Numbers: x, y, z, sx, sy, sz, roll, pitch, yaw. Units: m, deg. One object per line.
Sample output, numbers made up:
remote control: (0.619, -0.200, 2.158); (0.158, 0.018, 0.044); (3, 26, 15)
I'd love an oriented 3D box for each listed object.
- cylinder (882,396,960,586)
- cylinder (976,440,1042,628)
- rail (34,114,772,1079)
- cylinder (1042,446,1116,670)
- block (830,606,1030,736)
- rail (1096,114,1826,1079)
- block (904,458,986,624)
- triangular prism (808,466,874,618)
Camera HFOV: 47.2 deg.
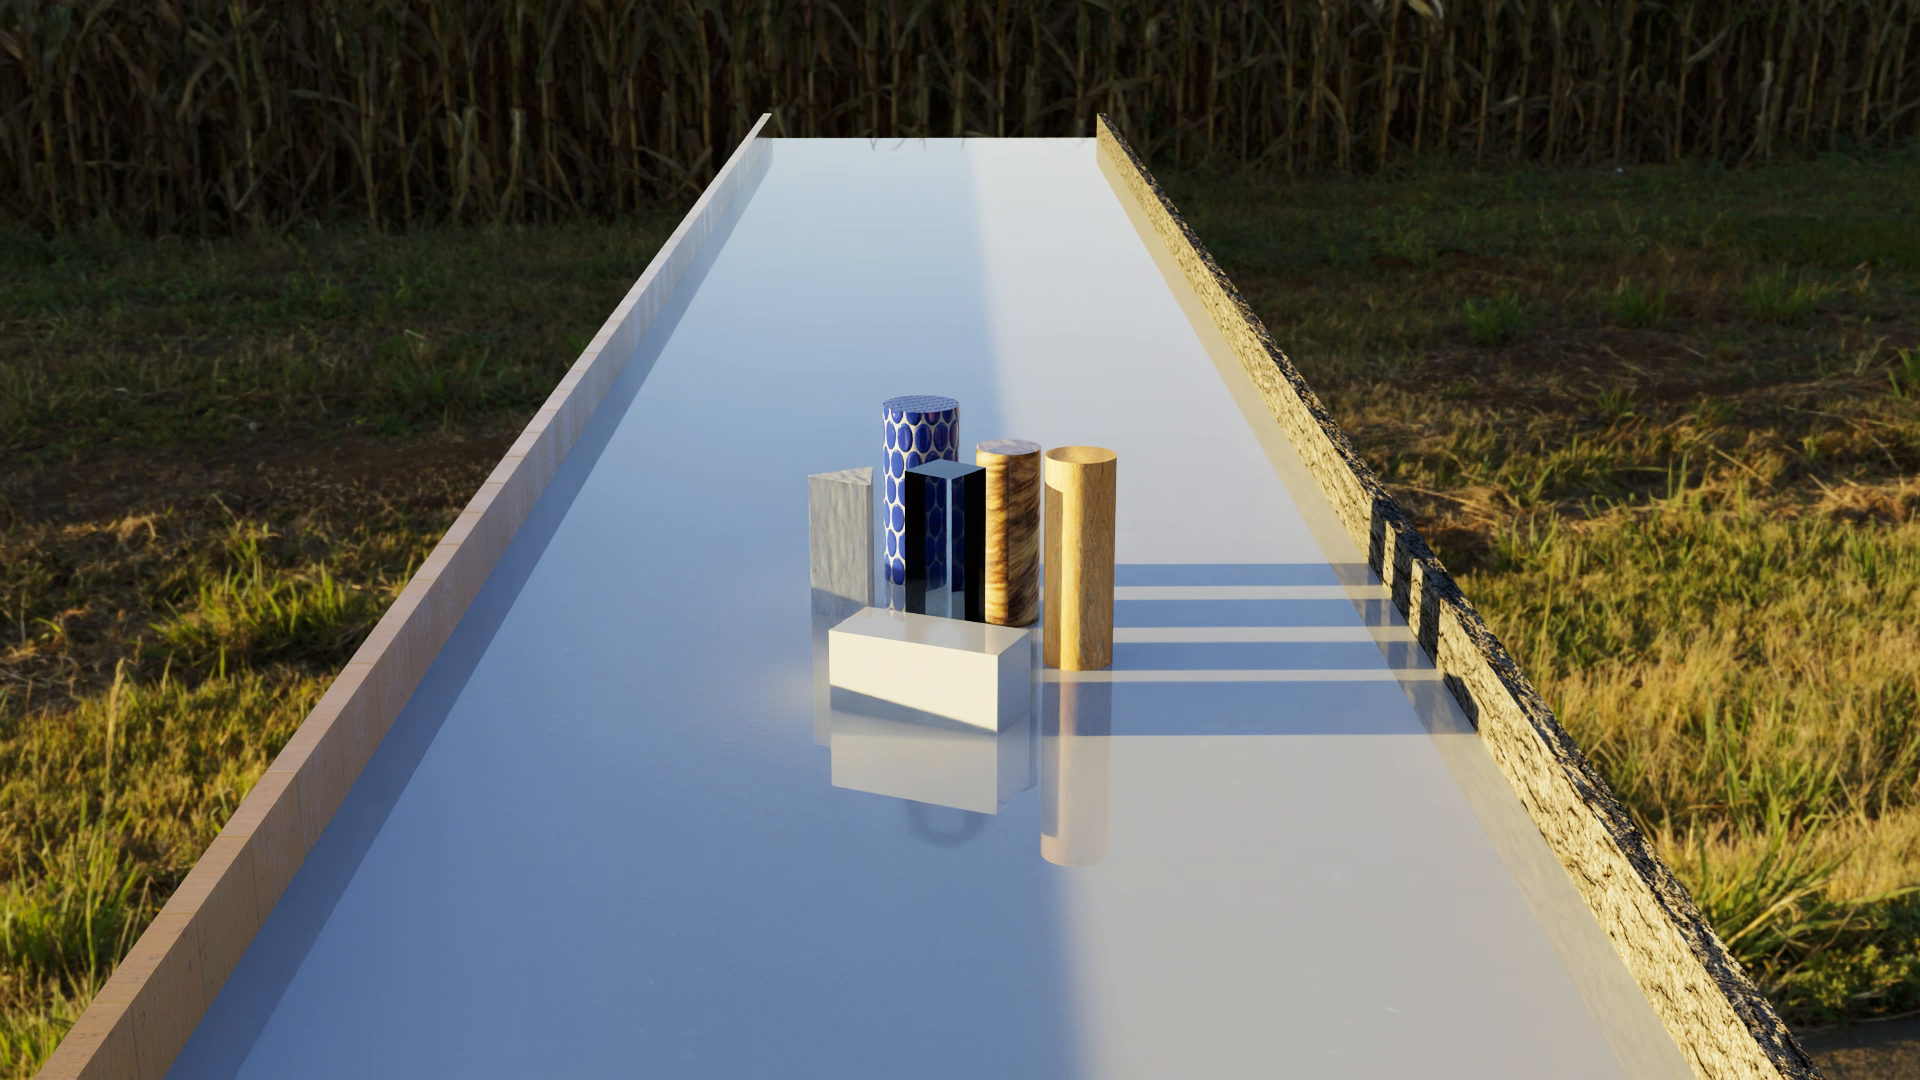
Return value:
cylinder: (-0.086, -0.109, 4.898); (0.169, 0.397, 0.169); (0, 17, 0)
cylinder: (0.101, -0.014, 4.617); (0.135, 0.374, 0.135); (0, 17, 0)
rail: (-1.118, -0.838, 7.780); (0.050, 0.150, 12.000); (0, 17, -1)
cylinder: (0.237, 0.036, 4.362); (0.141, 0.424, 0.141); (0, 17, 0)
block: (-0.056, 0.244, 4.133); (0.343, 0.156, 0.156); (7, 18, 23)
rail: (0.932, -0.844, 7.801); (0.050, 0.150, 12.000); (0, 17, -1)
block: (-0.029, 0.047, 4.382); (0.115, 0.391, 0.115); (12, 20, 35)
triangular prism: (-0.221, 0.004, 4.684); (0.150, 0.301, 0.130); (9, 19, 29)
